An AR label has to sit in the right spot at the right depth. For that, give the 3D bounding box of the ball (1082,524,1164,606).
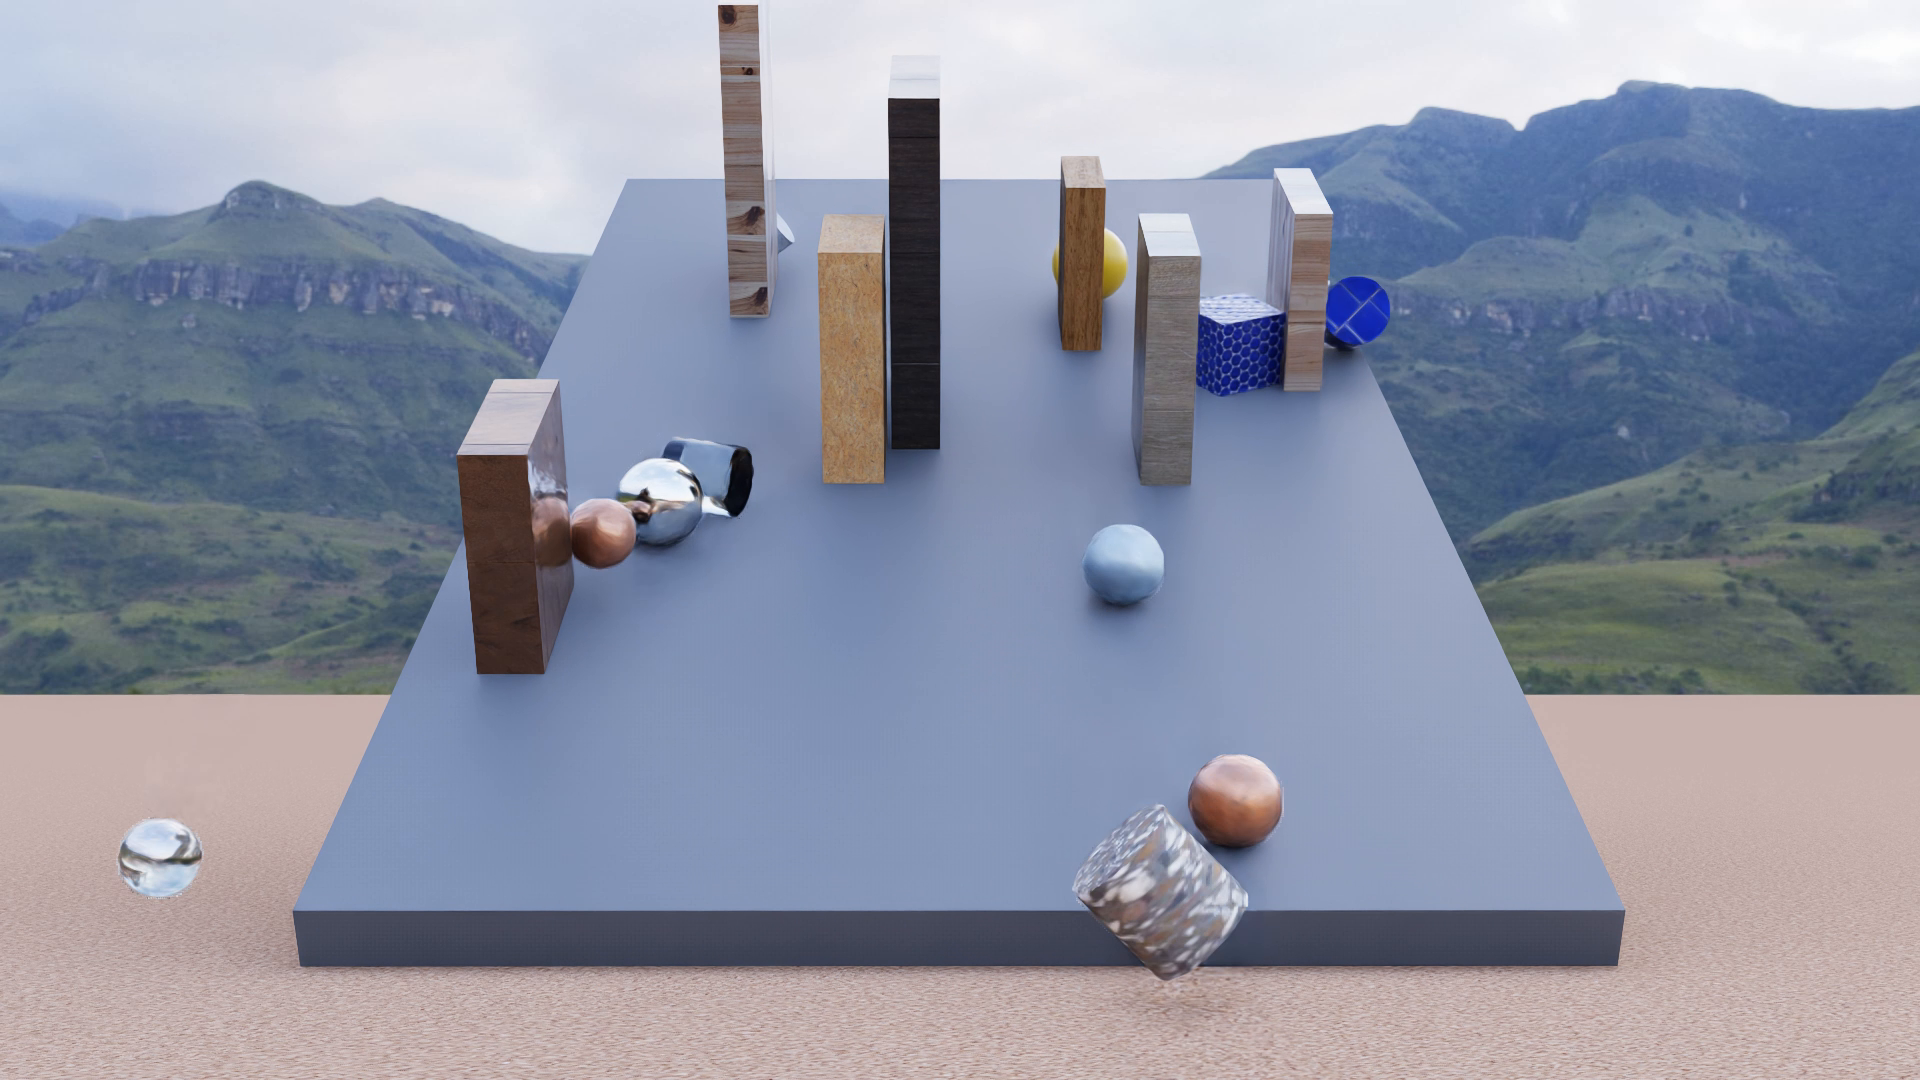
[{"bbox_3d":[0.310,0.046,4.433,0.155,0.155,0.155,0,-4,0],"label":"ball"}]

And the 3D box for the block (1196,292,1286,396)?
[{"bbox_3d":[0.640,-0.465,5.528,0.178,0.178,0.178,-13,28,-26],"label":"block"}]

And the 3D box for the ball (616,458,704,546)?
[{"bbox_3d":[-0.601,-0.077,4.673,0.176,0.176,0.176,0,-4,0],"label":"ball"}]

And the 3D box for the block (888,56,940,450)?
[{"bbox_3d":[-0.098,-0.640,5.176,0.107,0.785,0.396,0,25,0],"label":"block"}]

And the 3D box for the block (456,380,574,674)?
[{"bbox_3d":[-0.806,-0.029,4.267,0.120,0.425,0.369,0,25,0],"label":"block"}]

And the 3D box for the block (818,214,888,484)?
[{"bbox_3d":[-0.227,-0.410,5.000,0.131,0.513,0.270,0,25,0],"label":"block"}]

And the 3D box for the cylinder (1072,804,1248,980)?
[{"bbox_3d":[0.261,0.458,3.037,0.162,0.162,0.162,-43,7,7],"label":"cylinder"}]

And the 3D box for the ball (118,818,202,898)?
[{"bbox_3d":[-1.395,0.554,4.070,0.137,0.137,0.137,0,-4,0],"label":"ball"}]

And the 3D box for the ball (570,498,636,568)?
[{"bbox_3d":[-0.696,-0.014,4.526,0.136,0.136,0.136,0,-4,0],"label":"ball"}]

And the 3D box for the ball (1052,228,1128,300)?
[{"bbox_3d":[0.338,-0.716,6.051,0.199,0.199,0.199,0,-4,0],"label":"ball"}]

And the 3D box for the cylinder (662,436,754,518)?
[{"bbox_3d":[-0.523,-0.130,4.809,0.147,0.147,0.147,9,-1,17],"label":"cylinder"}]

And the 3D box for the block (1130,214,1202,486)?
[{"bbox_3d":[0.439,-0.411,5.008,0.107,0.510,0.299,0,25,0],"label":"block"}]

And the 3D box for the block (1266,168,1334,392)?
[{"bbox_3d":[0.805,-0.625,5.574,0.087,0.432,0.380,0,25,0],"label":"block"}]

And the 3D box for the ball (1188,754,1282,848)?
[{"bbox_3d":[0.430,0.408,3.651,0.148,0.148,0.148,0,-4,0],"label":"ball"}]

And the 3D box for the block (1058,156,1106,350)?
[{"bbox_3d":[0.300,-0.713,5.787,0.095,0.412,0.283,0,25,0],"label":"block"}]

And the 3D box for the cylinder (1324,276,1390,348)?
[{"bbox_3d":[0.950,-0.552,5.676,0.163,0.163,0.163,0,1,-1],"label":"cylinder"}]

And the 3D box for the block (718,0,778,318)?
[{"bbox_3d":[-0.538,-1.009,5.971,0.097,0.795,0.383,0,25,0],"label":"block"}]

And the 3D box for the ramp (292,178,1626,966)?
[{"bbox_3d":[-0.008,-0.229,5.342,2.000,0.100,4.000,0,25,0],"label":"ramp"}]

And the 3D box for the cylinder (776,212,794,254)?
[{"bbox_3d":[-0.526,-0.821,6.329,0.111,0.111,0.111,-35,-14,14],"label":"cylinder"}]
